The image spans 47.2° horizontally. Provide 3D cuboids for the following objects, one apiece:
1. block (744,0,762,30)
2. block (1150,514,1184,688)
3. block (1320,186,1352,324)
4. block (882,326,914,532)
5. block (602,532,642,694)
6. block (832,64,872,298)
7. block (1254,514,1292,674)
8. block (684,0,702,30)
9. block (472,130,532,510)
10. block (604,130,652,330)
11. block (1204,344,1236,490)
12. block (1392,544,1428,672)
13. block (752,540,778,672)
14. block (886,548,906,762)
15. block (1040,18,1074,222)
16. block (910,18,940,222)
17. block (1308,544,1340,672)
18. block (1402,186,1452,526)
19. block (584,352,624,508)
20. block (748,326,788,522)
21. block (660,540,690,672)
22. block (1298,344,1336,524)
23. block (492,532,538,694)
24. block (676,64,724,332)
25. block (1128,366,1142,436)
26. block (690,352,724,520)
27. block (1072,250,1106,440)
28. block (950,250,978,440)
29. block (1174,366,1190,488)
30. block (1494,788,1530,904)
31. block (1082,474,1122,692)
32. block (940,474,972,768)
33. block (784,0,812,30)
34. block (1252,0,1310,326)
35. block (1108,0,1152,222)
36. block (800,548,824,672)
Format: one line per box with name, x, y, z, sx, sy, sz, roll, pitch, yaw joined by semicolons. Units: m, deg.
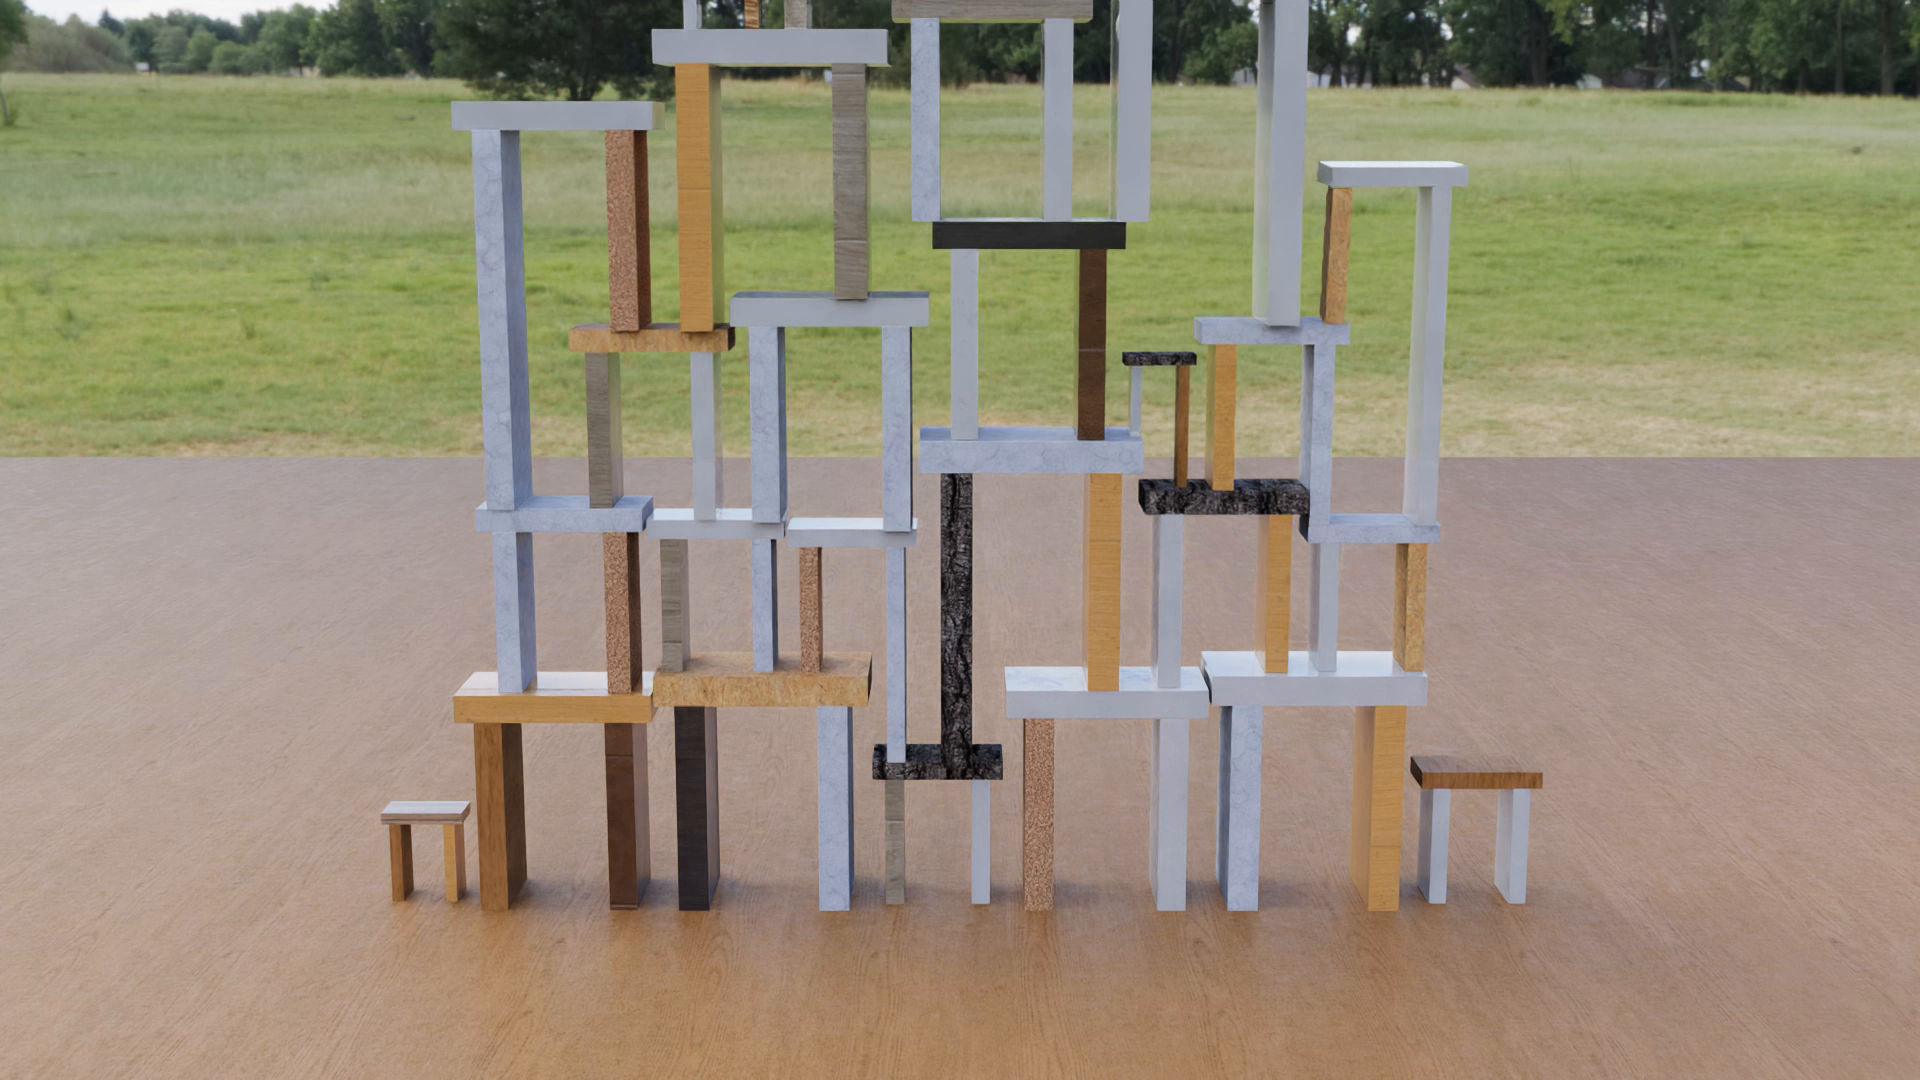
block;-0.320;-0.858;3.397;0.020;0.141;0.071;0;11;0
block;0.336;0.087;3.578;0.037;0.283;0.130;0;11;0
block;0.592;-0.454;3.462;0.030;0.212;0.106;2;14;5
block;-0.100;-0.187;3.527;0.044;0.324;0.155;0;11;0
block;-0.548;0.105;3.581;0.037;0.264;0.132;0;10;0
block;-0.169;-0.564;3.455;0.050;0.356;0.178;0;11;0
block;0.509;0.075;3.576;0.037;0.259;0.130;0;11;0
block;-0.414;-0.858;3.396;0.020;0.141;0.071;0;11;0
block;-0.726;-0.352;3.498;0.043;0.590;0.153;0;11;0
block;-0.523;-0.491;3.473;0.043;0.307;0.153;0;11;0
block;0.418;-0.203;3.528;0.033;0.232;0.116;0;11;0
block;0.732;0.099;3.580;0.030;0.211;0.105;0;11;0
block;-0.317;0.096;3.579;0.031;0.219;0.109;0;11;0
block;-0.104;0.177;3.589;0.029;0.356;0.103;0;11;0
block;0.150;-0.655;3.437;0.043;0.305;0.153;0;11;0
block;-0.053;-0.655;3.436;0.043;0.305;0.153;0;11;0
block;0.592;0.099;3.580;0.030;0.211;0.105;0;11;0
block;0.742;-0.294;3.496;0.030;0.533;0.106;0;11;-1
block;-0.570;-0.183;3.529;0.035;0.248;0.124;0;10;0
block;-0.306;-0.194;3.525;0.044;0.310;0.155;0;11;0
block;-0.463;0.096;3.578;0.031;0.219;0.109;0;11;0
block;0.572;-0.176;3.533;0.033;0.288;0.116;0;11;0
block;-0.724;0.105;3.581;0.037;0.264;0.132;0;11;0
block;-0.408;-0.540;3.461;0.050;0.407;0.178;0;10;0
block;0.280;-0.226;3.520;0.016;0.113;0.057;0;11;0
block;-0.406;-0.174;3.533;0.035;0.268;0.124;0;11;0
block;0.206;-0.316;3.500;0.042;0.299;0.149;0;11;0
block;0.007;-0.317;3.500;0.042;0.299;0.149;0;11;0
block;0.356;-0.185;3.528;0.016;0.197;0.057;0;11;0
block;0.917;0.493;3.651;0.028;0.196;0.098;0;11;0
block;0.229;0.052;3.571;0.050;0.353;0.176;0;11;0
block;-0.006;0.115;3.582;0.050;0.480;0.176;0;11;0
block;-0.250;-0.939;3.385;0.035;0.304;0.122;0;11;0
block;0.501;-0.601;3.447;0.050;0.513;0.177;0;11;-1
block;0.265;-0.679;3.432;0.050;0.354;0.177;0;11;0
block;-0.242;0.103;3.576;0.029;0.206;0.103;0;11;0
